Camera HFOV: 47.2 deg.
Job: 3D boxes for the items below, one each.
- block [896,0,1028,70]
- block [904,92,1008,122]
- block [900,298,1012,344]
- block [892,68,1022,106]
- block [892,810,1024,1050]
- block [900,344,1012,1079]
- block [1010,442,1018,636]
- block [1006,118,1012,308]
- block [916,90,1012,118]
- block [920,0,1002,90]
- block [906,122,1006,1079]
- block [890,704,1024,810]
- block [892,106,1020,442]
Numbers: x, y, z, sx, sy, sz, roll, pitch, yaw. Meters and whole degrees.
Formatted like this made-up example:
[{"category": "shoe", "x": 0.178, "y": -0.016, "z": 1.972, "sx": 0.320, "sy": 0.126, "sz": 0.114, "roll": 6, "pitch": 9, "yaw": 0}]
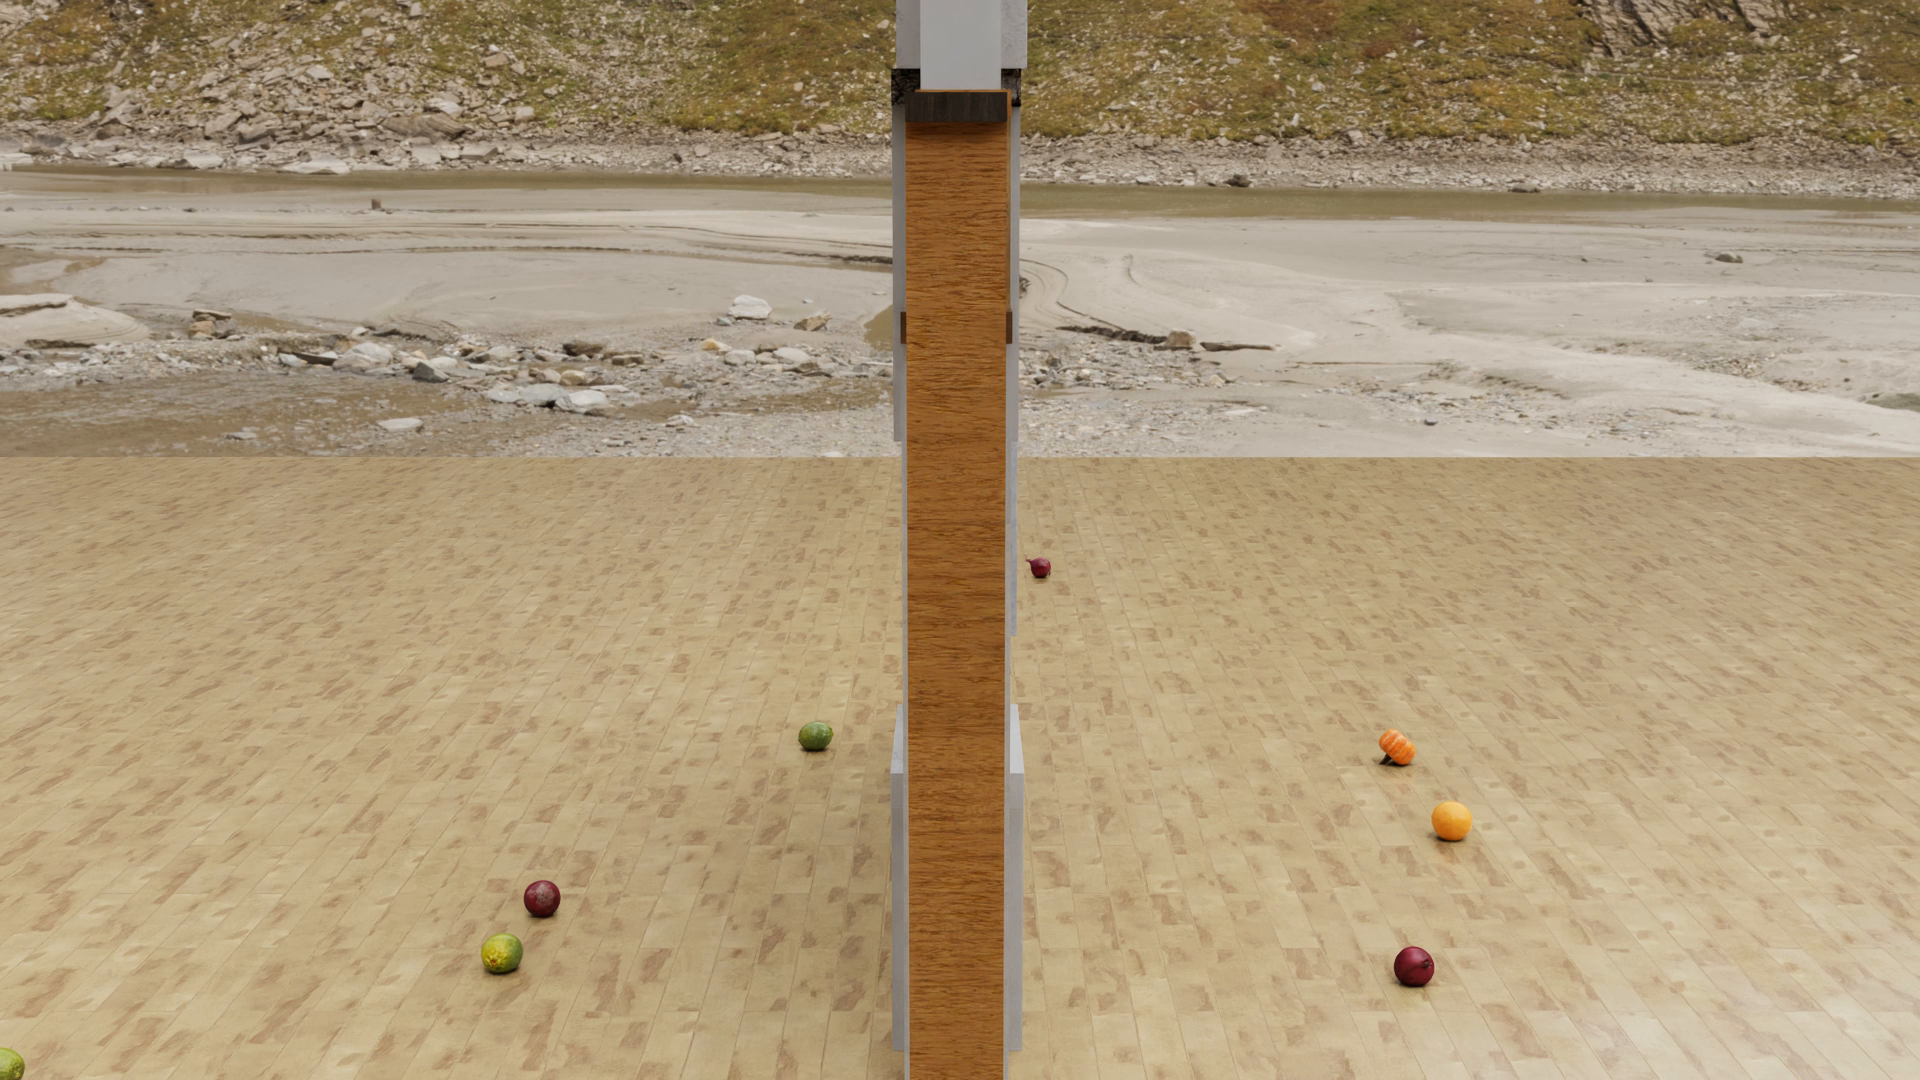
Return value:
[{"category": "block", "x": 0.002, "y": -0.800, "z": 2.909, "sx": 0.173, "sy": 0.346, "sz": 0.049, "roll": 0, "pitch": 11, "yaw": 0}, {"category": "block", "x": -0.005, "y": -0.508, "z": 2.586, "sx": 0.115, "sy": 0.033, "sz": 0.230, "roll": 0, "pitch": 11, "yaw": 0}, {"category": "block", "x": -0.004, "y": -0.288, "z": 2.861, "sx": 0.139, "sy": 0.039, "sz": 0.278, "roll": 0, "pitch": 11, "yaw": 0}, {"category": "block", "x": -0.006, "y": -0.636, "z": 3.108, "sx": 0.174, "sy": 0.049, "sz": 0.347, "roll": 0, "pitch": 11, "yaw": 0}, {"category": "block", "x": -0.004, "y": 0.526, "z": 3.034, "sx": 0.179, "sy": 0.358, "sz": 0.051, "roll": 0, "pitch": 11, "yaw": 0}, {"category": "block", "x": -0.004, "y": 0.236, "z": 2.864, "sx": 0.139, "sy": 0.991, "sz": 0.039, "roll": 0, "pitch": 11, "yaw": 0}, {"category": "block", "x": 0.002, "y": -0.101, "z": 3.410, "sx": 0.173, "sy": 0.500, "sz": 0.049, "roll": 0, "pitch": 11, "yaw": 0}, {"category": "block", "x": 0.004, "y": -0.411, "z": 2.767, "sx": 0.118, "sy": 0.237, "sz": 0.034, "roll": 0, "pitch": 11, "yaw": 0}, {"category": "block", "x": 0.003, "y": -0.558, "z": 2.820, "sx": 0.118, "sy": 0.034, "sz": 0.237, "roll": 0, "pitch": 11, "yaw": 0}, {"category": "block", "x": 0.001, "y": -0.655, "z": 2.705, "sx": 0.099, "sy": 0.198, "sz": 0.028, "roll": 0, "pitch": 11, "yaw": 0}, {"category": "block", "x": -0.004, "y": 0.142, "z": 2.629, "sx": 0.115, "sy": 1.261, "sz": 0.033, "roll": 0, "pitch": 11, "yaw": 0}, {"category": "block", "x": -0.004, "y": 0.303, "z": 3.114, "sx": 0.179, "sy": 0.051, "sz": 0.358, "roll": 0, "pitch": 11, "yaw": 0}, {"category": "block", "x": -0.006, "y": -0.366, "z": 3.041, "sx": 0.174, "sy": 0.457, "sz": 0.049, "roll": 0, "pitch": 11, "yaw": 0}]
